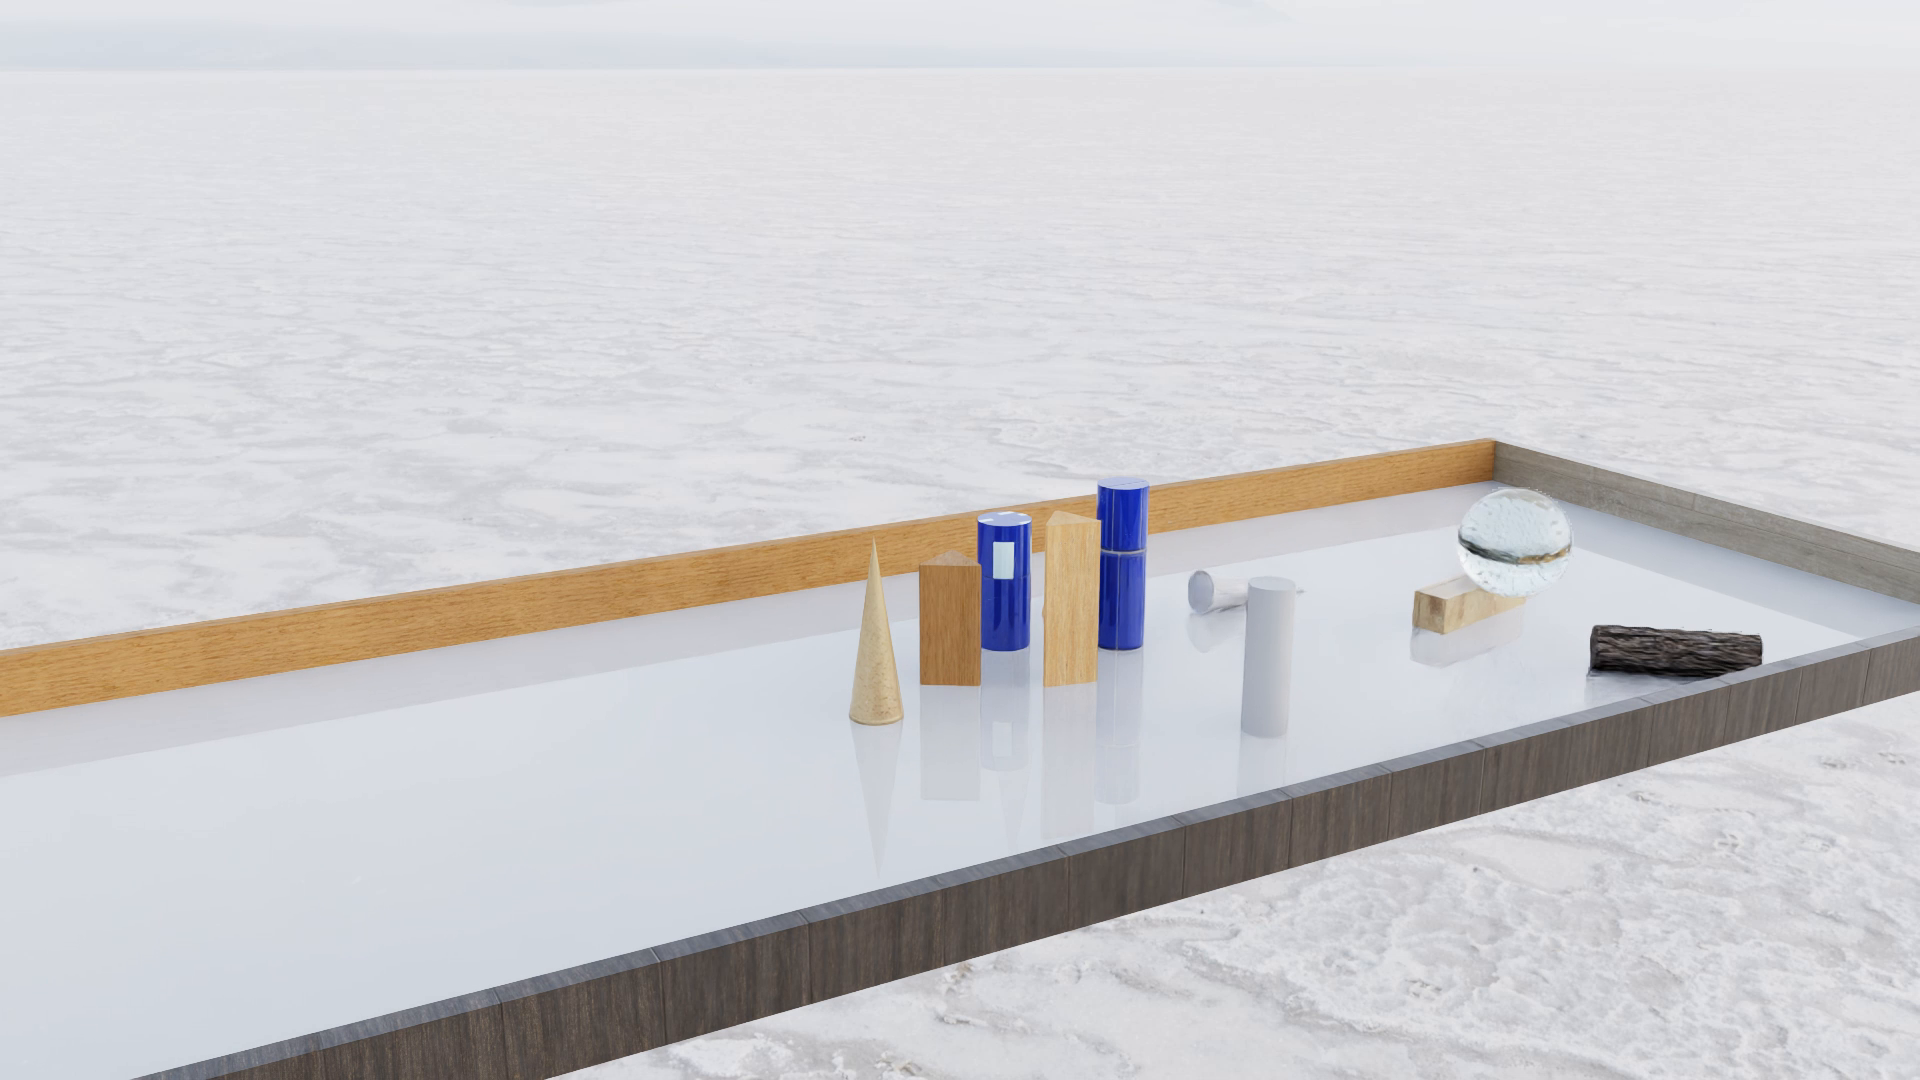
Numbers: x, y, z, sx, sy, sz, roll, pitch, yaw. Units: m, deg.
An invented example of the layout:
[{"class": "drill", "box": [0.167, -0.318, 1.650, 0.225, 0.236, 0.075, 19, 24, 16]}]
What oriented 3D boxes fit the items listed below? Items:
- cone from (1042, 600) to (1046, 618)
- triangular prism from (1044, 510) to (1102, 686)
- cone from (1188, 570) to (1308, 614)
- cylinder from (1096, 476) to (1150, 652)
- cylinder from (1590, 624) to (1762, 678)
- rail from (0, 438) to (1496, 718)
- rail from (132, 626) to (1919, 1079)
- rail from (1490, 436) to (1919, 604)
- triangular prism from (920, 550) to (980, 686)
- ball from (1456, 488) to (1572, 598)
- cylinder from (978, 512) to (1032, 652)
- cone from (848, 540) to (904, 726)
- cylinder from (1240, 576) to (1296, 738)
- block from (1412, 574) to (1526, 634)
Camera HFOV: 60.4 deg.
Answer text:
[{"class": "cone", "box": [0.297, 0.065, 4.597, 0.136, 0.302, 0.136, 0, 16, 0]}, {"class": "triangular prism", "box": [0.259, 0.143, 4.125, 0.142, 0.418, 0.123, -5, 17, -16]}, {"class": "cone", "box": [0.852, 0.148, 4.745, 0.403, 0.121, 0.121, 0, 14, -30]}, {"class": "cylinder", "box": [0.425, 0.063, 4.355, 0.136, 0.442, 0.136, 0, 16, 0]}, {"class": "cylinder", "box": [1.809, 0.285, 4.178, 0.386, 0.117, 0.117, 4, 17, 12]}, {"class": "rail", "box": [-3.305, 0.497, 3.399, 12.000, 0.150, 0.050, -9, 18, -27]}, {"class": "rail", "box": [-2.336, 1.006, 1.665, 12.000, 0.150, 0.050, -9, 18, -27]}, {"class": "rail", "box": [2.466, -0.048, 5.253, 0.050, 0.150, 2.100, -9, 18, -27]}, {"class": "triangular prism", "box": [-0.021, 0.194, 4.139, 0.151, 0.314, 0.131, 1, 16, 3]}, {"class": "ball", "box": [1.509, 0.008, 4.492, 0.299, 0.299, 0.299, 0, 16, 0]}, {"class": "cylinder", "box": [0.117, 0.109, 4.373, 0.143, 0.344, 0.143, 0, 16, 0]}, {"class": "cone", "box": [-0.199, 0.203, 3.870, 0.133, 0.447, 0.133, 0, 16, 0]}, {"class": "cylinder", "box": [0.710, 0.269, 3.805, 0.108, 0.357, 0.108, 0, 16, 0]}, {"class": "block", "box": [1.436, 0.160, 4.631, 0.412, 0.101, 0.101, -14, 21, -39]}]
